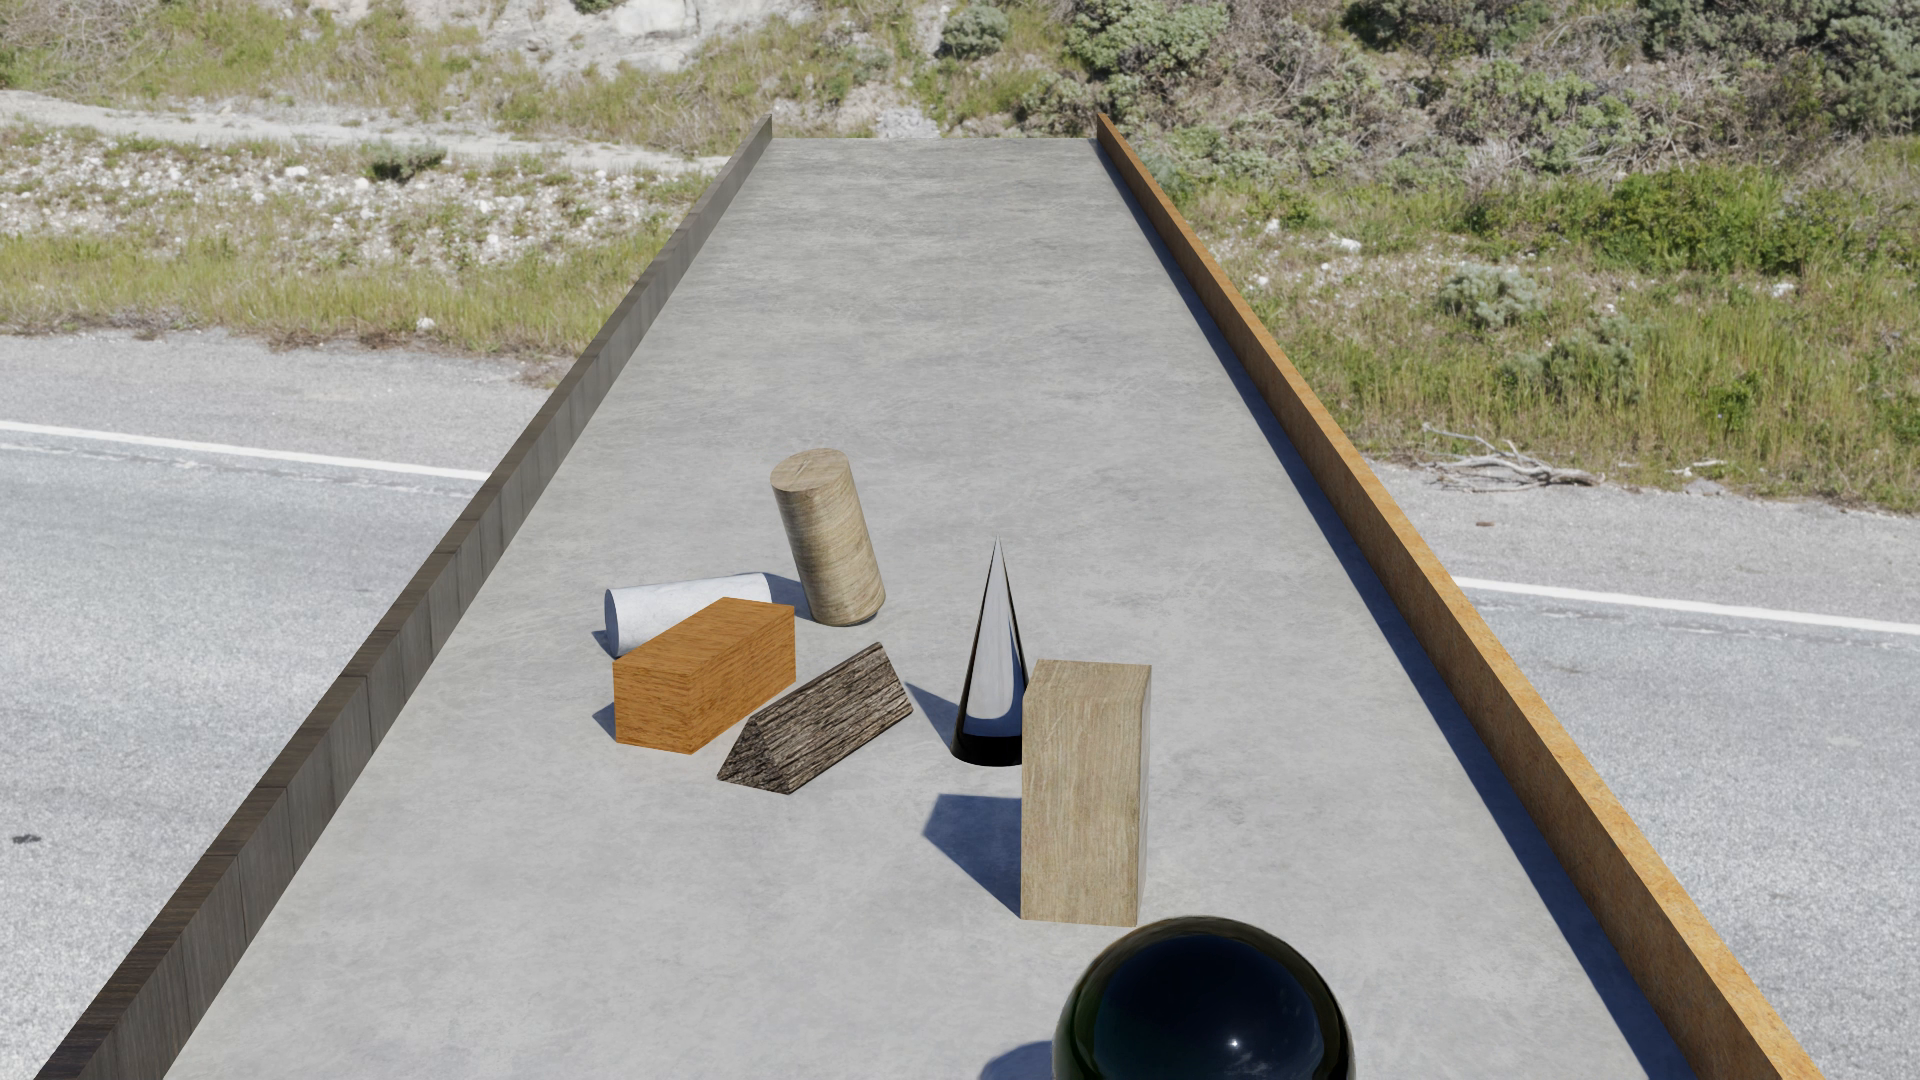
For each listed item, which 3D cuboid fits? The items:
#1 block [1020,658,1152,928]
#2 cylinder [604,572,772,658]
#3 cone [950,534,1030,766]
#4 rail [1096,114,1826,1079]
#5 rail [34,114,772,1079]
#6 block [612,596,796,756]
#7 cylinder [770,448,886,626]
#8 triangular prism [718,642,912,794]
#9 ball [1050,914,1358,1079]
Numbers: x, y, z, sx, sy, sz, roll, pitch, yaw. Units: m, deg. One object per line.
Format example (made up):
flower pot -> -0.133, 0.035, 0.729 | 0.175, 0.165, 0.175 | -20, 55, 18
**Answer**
block -> 0.192, 0.381, 3.326 | 0.175, 0.354, 0.175 | 3, 17, 9
cylinder -> -0.553, 0.151, 4.476 | 0.316, 0.138, 0.138 | -6, 18, -20
cone -> 0.066, 0.180, 3.903 | 0.170, 0.411, 0.170 | 0, 17, 0
rail -> 0.932, -0.844, 7.801 | 0.050, 0.150, 12.000 | 0, 17, -1
rail -> -1.118, -0.838, 7.780 | 0.050, 0.150, 12.000 | 0, 17, -1
block -> -0.472, 0.248, 4.122 | 0.155, 0.155, 0.414 | 7, 18, 22
cylinder -> -0.274, -0.005, 4.588 | 0.165, 0.337, 0.165 | -10, 31, 6
triangular prism -> -0.254, 0.307, 3.958 | 0.147, 0.128, 0.439 | 9, 19, 26
ball -> 0.281, 0.613, 2.547 | 0.353, 0.353, 0.353 | 0, 17, 0
